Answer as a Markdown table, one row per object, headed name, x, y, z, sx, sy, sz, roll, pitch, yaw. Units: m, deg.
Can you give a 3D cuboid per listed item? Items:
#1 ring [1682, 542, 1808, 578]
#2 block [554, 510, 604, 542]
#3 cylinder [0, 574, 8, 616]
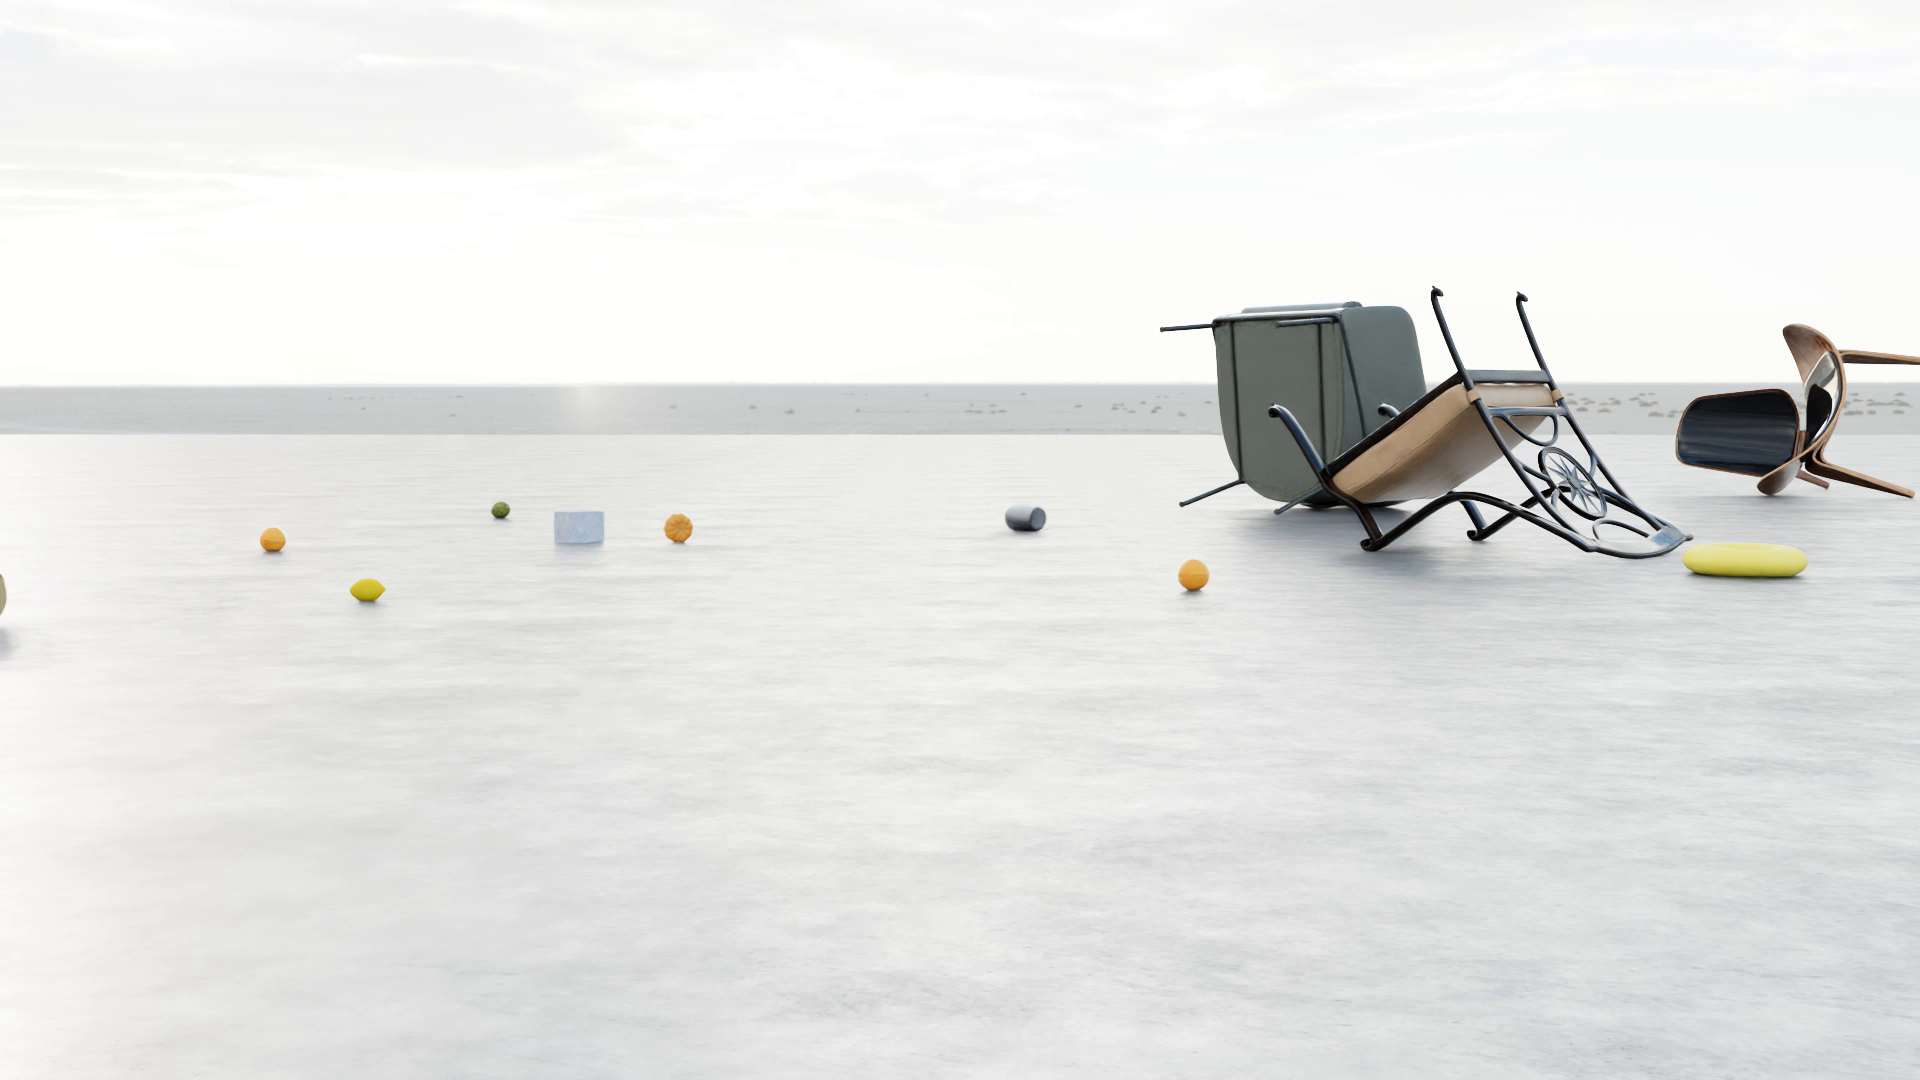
| name | x | y | z | sx | sy | sz | roll | pitch | yaw |
| --- | --- | --- | --- | --- | --- | --- | --- | --- | --- |
| ring | 1.909 | 0.048 | 5.350 | 0.282 | 0.068 | 0.295 | -3 | 6 | -29 |
| block | -1.125 | -0.041 | 6.495 | 0.114 | 0.089 | 0.097 | -3 | 5 | -39 |
| cylinder | -1.913 | 0.101 | 4.136 | 0.148 | 0.128 | 0.180 | 1 | -5 | 10 |
